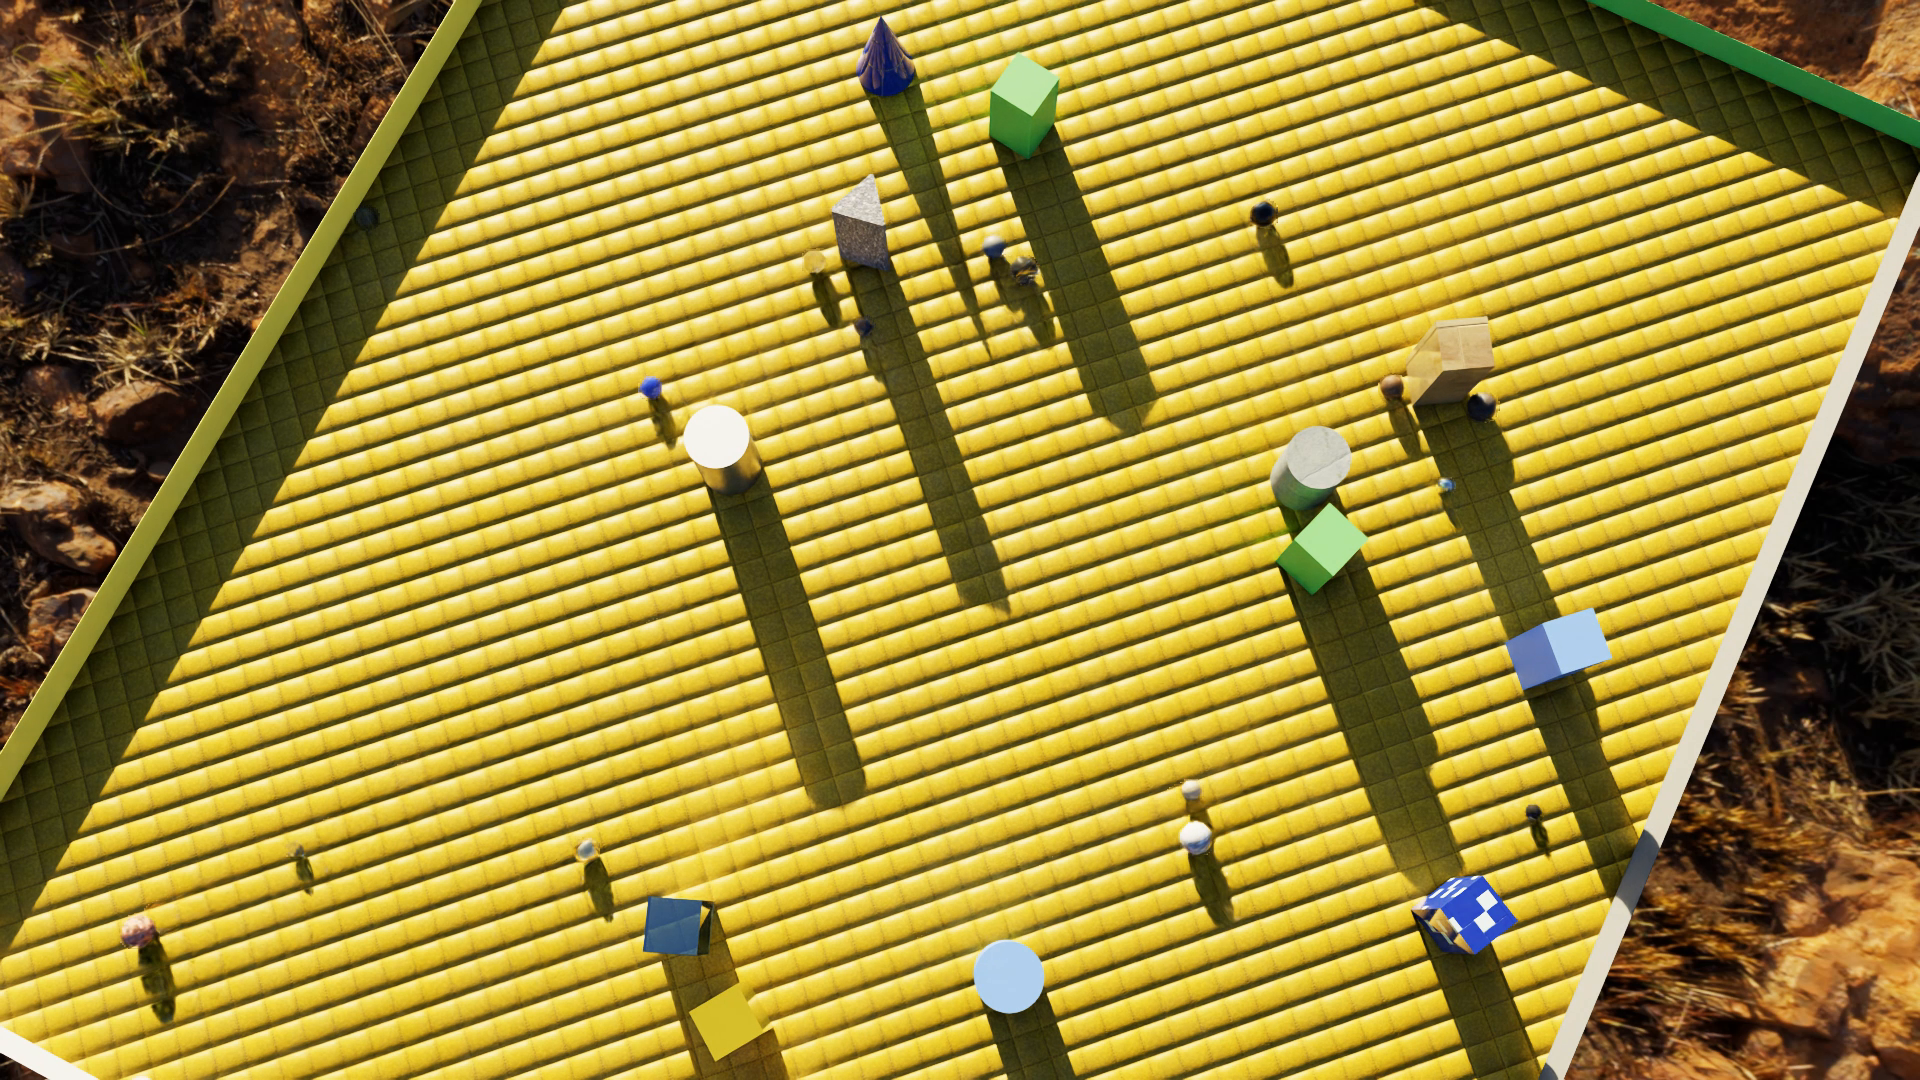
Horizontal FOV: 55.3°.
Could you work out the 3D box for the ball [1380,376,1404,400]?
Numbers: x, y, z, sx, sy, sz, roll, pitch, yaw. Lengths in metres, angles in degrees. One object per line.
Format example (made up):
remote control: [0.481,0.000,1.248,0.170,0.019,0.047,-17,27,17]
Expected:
ball: [1.340,-0.472,5.676,0.075,0.075,0.075,0,78,0]

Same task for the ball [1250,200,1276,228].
ball: [0.957,-1.028,5.787,0.083,0.083,0.083,0,78,0]

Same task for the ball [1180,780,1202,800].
ball: [0.685,0.742,5.432,0.061,0.061,0.061,0,78,0]

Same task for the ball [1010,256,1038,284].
ball: [0.200,-0.846,5.747,0.087,0.087,0.087,0,78,0]

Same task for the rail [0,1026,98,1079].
rail: [-1.129,2.217,5.094,4.449,0.124,0.045,26,80,5]

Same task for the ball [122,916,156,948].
ball: [-2.391,1.139,5.334,0.092,0.092,0.092,0,78,0]

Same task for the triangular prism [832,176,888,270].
triangular prism: [-0.282,-0.981,5.621,0.165,0.388,0.143,17,79,3]

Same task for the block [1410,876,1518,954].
block: [1.431,1.068,5.220,0.152,0.344,0.152,-35,81,-7]

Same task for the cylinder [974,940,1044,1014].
cylinder: [0.134,1.227,5.168,0.190,0.380,0.190,0,78,0]

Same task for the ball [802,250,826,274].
ball: [-0.457,-0.875,5.760,0.073,0.073,0.073,0,78,0]

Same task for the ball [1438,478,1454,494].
ball: [1.491,-0.168,5.627,0.047,0.047,0.047,0,78,0]

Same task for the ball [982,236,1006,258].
ball: [0.106,-0.923,5.771,0.072,0.072,0.072,0,78,0]

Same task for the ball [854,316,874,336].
ball: [-0.302,-0.667,5.724,0.060,0.060,0.060,0,78,0]

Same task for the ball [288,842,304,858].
ball: [-1.958,0.912,5.404,0.047,0.047,0.047,0,78,0]

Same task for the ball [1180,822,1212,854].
ball: [0.694,0.875,5.387,0.095,0.095,0.095,0,78,0]

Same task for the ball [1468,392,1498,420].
ball: [1.612,-0.413,5.656,0.089,0.089,0.089,0,78,0]

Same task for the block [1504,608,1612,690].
block: [1.745,0.322,5.361,0.152,0.370,0.152,-17,79,-3]

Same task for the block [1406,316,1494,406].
block: [1.475,-0.536,5.535,0.152,0.377,0.152,-5,78,-1]

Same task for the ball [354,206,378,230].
ball: [-1.877,-1.016,5.790,0.072,0.072,0.072,0,78,0]

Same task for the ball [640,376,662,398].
ball: [-0.956,-0.473,5.680,0.067,0.067,0.067,0,78,0]

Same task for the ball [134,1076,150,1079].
ball: [-2.350,1.573,5.256,0.069,0.069,0.069,0,78,0]

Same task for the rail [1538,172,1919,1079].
rail: [1.968,0.970,5.352,0.045,0.124,5.095,26,80,5]

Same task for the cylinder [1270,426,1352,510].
cylinder: [1.052,-0.213,5.511,0.190,0.292,0.190,0,78,0]

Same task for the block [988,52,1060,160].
block: [0.198,-1.354,5.730,0.152,0.325,0.152,33,80,6]

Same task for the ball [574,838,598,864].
ball: [-1.099,0.916,5.391,0.071,0.071,0.071,0,78,0]

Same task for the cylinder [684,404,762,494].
cylinder: [-0.708,-0.266,5.497,0.190,0.341,0.190,0,78,0]

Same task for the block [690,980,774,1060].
block: [-0.646,1.360,5.197,0.152,0.271,0.152,-30,80,-6]

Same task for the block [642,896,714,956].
block: [-0.805,1.107,5.255,0.152,0.259,0.152,4,78,1]

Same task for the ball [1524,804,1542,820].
ball: [1.697,0.805,5.426,0.048,0.048,0.048,0,78,0]

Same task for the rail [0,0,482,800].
rail: [-1.968,-0.957,5.750,0.045,0.124,5.095,26,80,5]

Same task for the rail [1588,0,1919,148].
rail: [1.129,-2.204,6.008,4.449,0.124,0.045,26,80,5]

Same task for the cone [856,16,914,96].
cone: [-0.241,-1.561,5.755,0.190,0.361,0.190,0,78,0]

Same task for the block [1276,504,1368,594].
block: [1.072,0.031,5.444,0.152,0.325,0.152,44,82,8]
